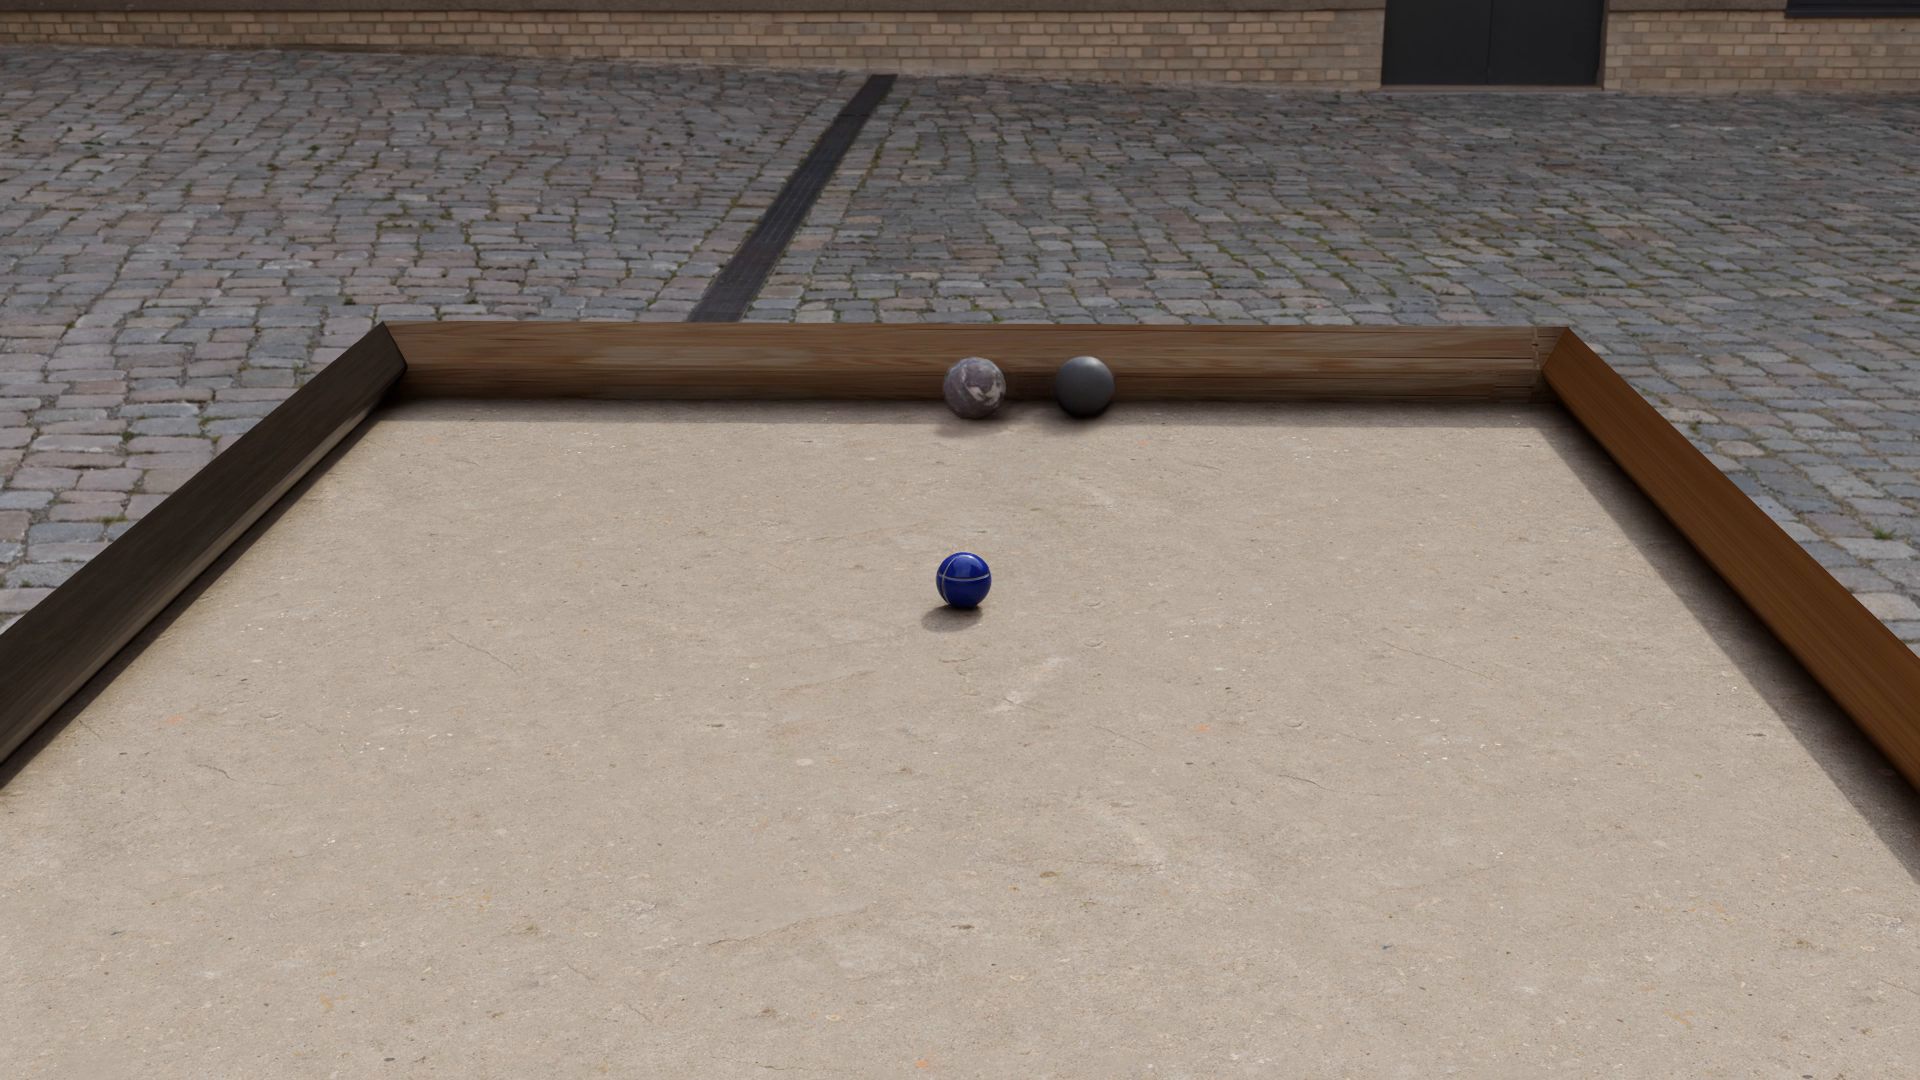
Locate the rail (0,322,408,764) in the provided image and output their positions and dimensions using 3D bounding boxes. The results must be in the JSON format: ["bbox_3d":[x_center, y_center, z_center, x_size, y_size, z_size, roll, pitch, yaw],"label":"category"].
[{"bbox_3d":[-0.872,0.220,1.825,0.045,0.115,3.098,0,19,1],"label":"rail"}]

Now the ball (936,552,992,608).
[{"bbox_3d":[0.004,0.044,2.435,0.062,0.062,0.062,0,19,0],"label":"ball"}]

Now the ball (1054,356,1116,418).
[{"bbox_3d":[0.181,-0.223,3.192,0.089,0.089,0.089,0,19,0],"label":"ball"}]

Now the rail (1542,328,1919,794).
[{"bbox_3d":[0.838,0.232,1.788,0.045,0.115,3.098,0,19,1],"label":"rail"}]

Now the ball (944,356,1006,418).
[{"bbox_3d":[0.022,-0.221,3.185,0.089,0.089,0.089,0,19,0],"label":"ball"}]

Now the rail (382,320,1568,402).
[{"bbox_3d":[0.017,-0.258,3.252,1.758,0.115,0.045,0,19,1],"label":"rail"}]
